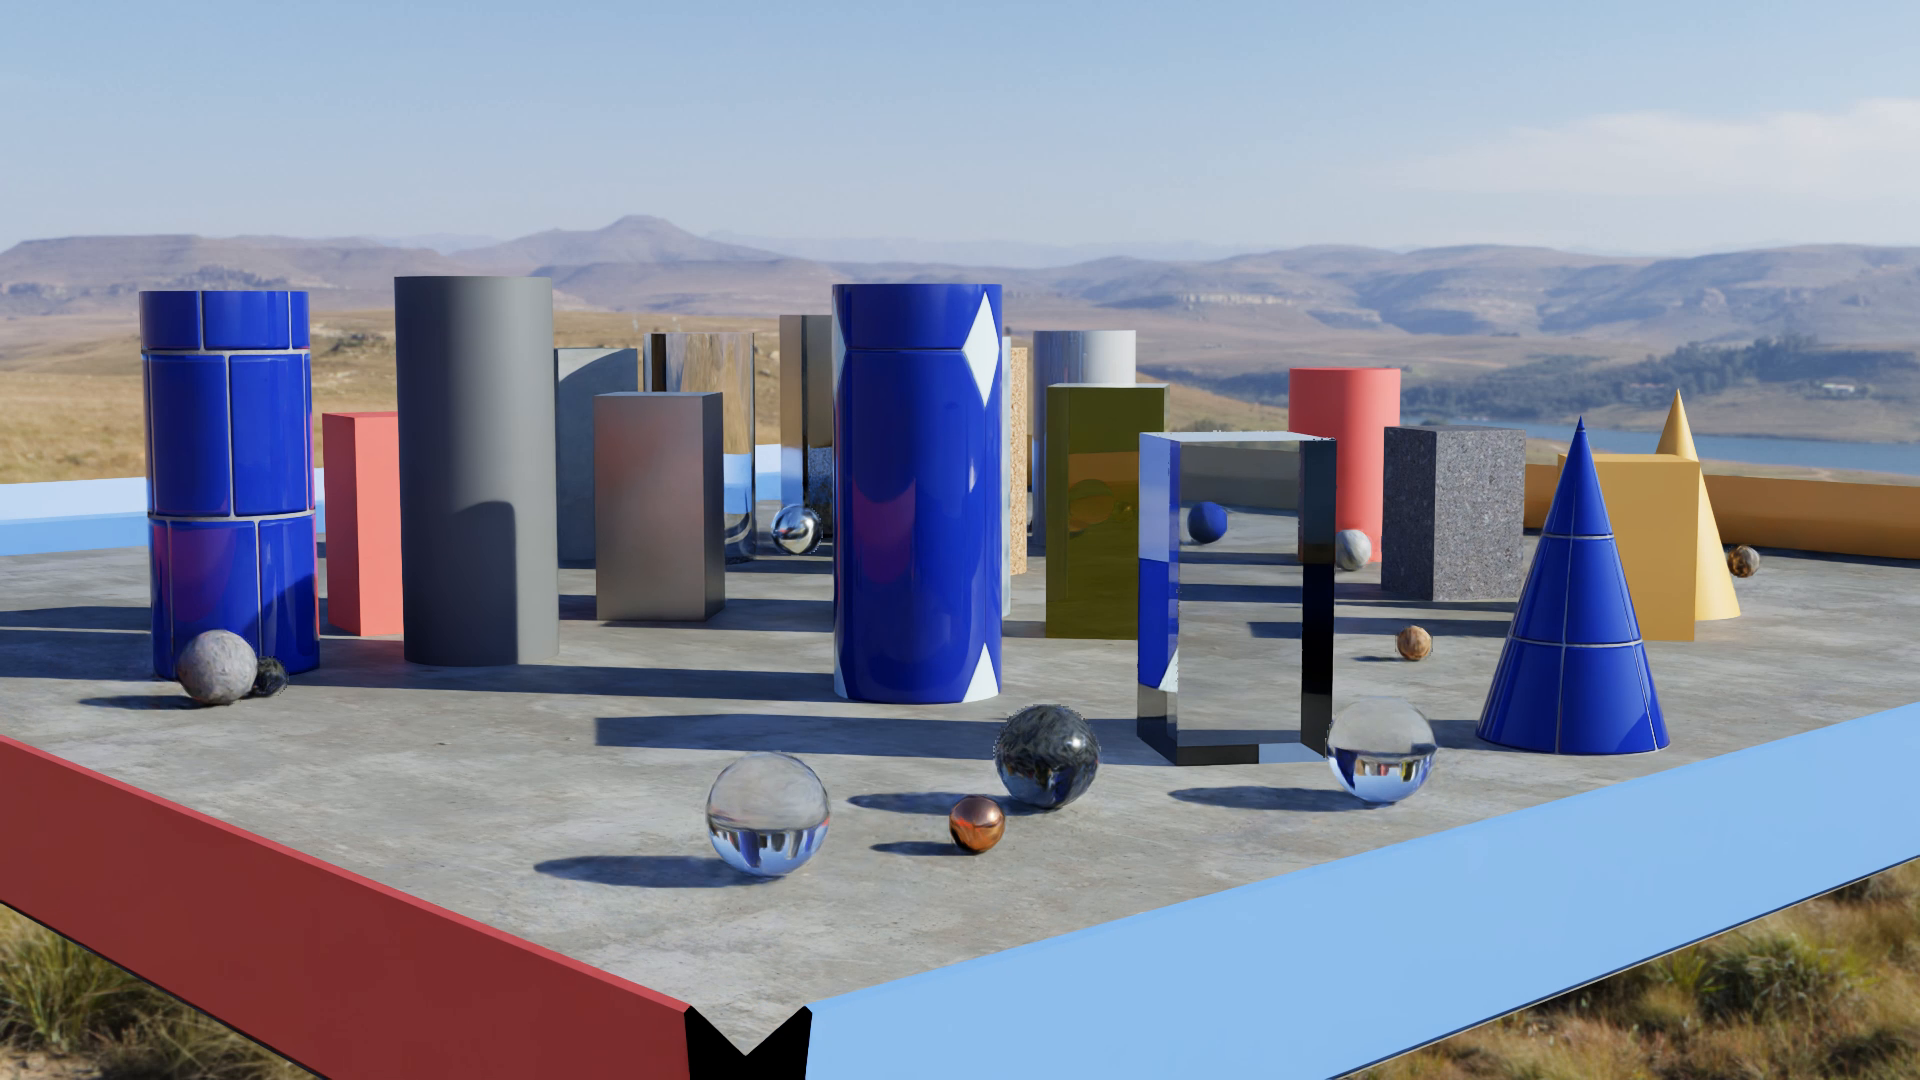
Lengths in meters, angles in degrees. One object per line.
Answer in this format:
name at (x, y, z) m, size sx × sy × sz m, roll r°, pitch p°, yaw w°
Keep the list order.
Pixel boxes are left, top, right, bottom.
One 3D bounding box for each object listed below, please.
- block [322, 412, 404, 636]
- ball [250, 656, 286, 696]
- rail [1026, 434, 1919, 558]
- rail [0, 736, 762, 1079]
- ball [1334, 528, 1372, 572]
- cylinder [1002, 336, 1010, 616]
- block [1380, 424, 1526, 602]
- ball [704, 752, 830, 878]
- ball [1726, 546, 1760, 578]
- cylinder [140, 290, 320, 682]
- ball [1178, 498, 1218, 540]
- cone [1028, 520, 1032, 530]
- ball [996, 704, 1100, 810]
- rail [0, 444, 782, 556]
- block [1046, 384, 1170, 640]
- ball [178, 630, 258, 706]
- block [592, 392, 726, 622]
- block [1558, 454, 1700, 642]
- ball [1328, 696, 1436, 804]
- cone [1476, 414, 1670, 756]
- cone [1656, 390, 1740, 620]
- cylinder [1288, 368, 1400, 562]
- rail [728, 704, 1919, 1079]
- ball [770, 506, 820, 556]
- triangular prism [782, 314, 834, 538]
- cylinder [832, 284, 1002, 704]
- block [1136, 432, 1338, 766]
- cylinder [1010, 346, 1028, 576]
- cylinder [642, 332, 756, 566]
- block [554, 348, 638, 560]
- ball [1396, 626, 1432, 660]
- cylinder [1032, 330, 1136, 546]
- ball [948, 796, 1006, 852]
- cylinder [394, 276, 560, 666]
block at (-0.795, -0.028, 3.105) m, size 0.158 × 0.300 × 0.158 m, roll -4°, pitch 7°, yaw -32°
ball at (-0.803, 0.158, 2.543) m, size 0.046 × 0.046 × 0.046 m, roll 0°, pitch 6°, yaw 0°
rail at (1.216, -0.083, 4.448) m, size 0.045 × 0.128 × 3.346 m, roll -5°, pitch 8°, yaw -42°
rail at (-1.216, 0.150, 2.216) m, size 0.045 × 0.128 × 3.346 m, roll -5°, pitch 8°, yaw -42°
ball at (0.668, 0.017, 3.765) m, size 0.073 × 0.073 × 0.073 m, roll 0°, pitch 6°, yaw 0°
cylinder at (-0.024, -0.095, 3.233) m, size 0.197 × 0.406 × 0.197 m, roll 0°, pitch 6°, yaw 0°
block at (0.775, -0.046, 3.461) m, size 0.158 × 0.261 × 0.158 m, roll -2°, pitch 6°, yaw -19°
ball at (-0.151, 0.216, 1.733) m, size 0.099 × 0.099 × 0.099 m, roll 0°, pitch 6°, yaw 0°
ball at (1.155, 0.032, 3.243) m, size 0.047 × 0.047 × 0.047 m, roll 0°, pitch 6°, yaw 0°
cylinder at (-0.897, -0.071, 2.706) m, size 0.197 × 0.467 × 0.197 m, roll 0°, pitch 6°, yaw 0°
ball at (0.463, -0.040, 4.278) m, size 0.080 × 0.080 × 0.080 m, roll 0°, pitch 6°, yaw 0°
cone at (0.238, -0.199, 4.465) m, size 0.197 × 0.356 × 0.197 m, roll 0°, pitch 6°, yaw 0°
ball at (0.078, 0.194, 1.971) m, size 0.093 × 0.093 × 0.093 m, roll 0°, pitch 6°, yaw 0°
rail at (-1.118, -0.093, 4.537) m, size 3.356 × 0.128 × 0.045 m, roll -5°, pitch 8°, yaw -42°
block at (0.206, -0.043, 3.045) m, size 0.158 × 0.342 × 0.158 m, roll 1°, pitch 6°, yaw 8°
ball at (-0.840, 0.144, 2.487) m, size 0.086 × 0.086 × 0.086 m, roll 0°, pitch 6°, yaw 0°
block at (-0.438, -0.052, 3.220) m, size 0.158 × 0.324 × 0.158 m, roll 0°, pitch 6°, yaw 4°
block at (0.919, 0.007, 3.043) m, size 0.158 × 0.242 × 0.158 m, roll 0°, pitch 6°, yaw 5°
ball at (0.382, 0.190, 1.992) m, size 0.098 × 0.098 × 0.098 m, roll 0°, pitch 6°, yaw 0°
cone at (0.639, 0.039, 2.282) m, size 0.197 × 0.338 × 0.197 m, roll 0°, pitch 6°, yaw 0°
cone at (1.056, -0.059, 3.252) m, size 0.197 × 0.331 × 0.197 m, roll 0°, pitch 6°, yaw 0°
cylinder at (0.692, -0.139, 3.970) m, size 0.197 × 0.340 × 0.197 m, roll 0°, pitch 6°, yaw 0°
rail at (1.118, 0.159, 2.126) m, size 3.356 × 0.128 × 0.045 m, roll -5°, pitch 8°, yaw -42°
ball at (-0.299, -0.018, 4.010) m, size 0.091 × 0.091 × 0.091 m, roll 0°, pitch 6°, yaw 0°
triangular prism at (-0.301, -0.228, 4.367) m, size 0.148 × 0.435 × 0.171 m, roll 5°, pitch 8°, yaw 40°
cylinder at (-0.049, -0.059, 2.563) m, size 0.197 × 0.474 × 0.197 m, roll 0°, pitch 6°, yaw 0°
block at (0.277, 0.054, 2.227) m, size 0.158 × 0.319 × 0.158 m, roll -1°, pitch 6°, yaw -10°
cylinder at (0.016, -0.138, 3.758) m, size 0.197 × 0.382 × 0.197 m, roll 0°, pitch 6°, yaw 0°
cylinder at (-0.464, -0.166, 3.921) m, size 0.197 × 0.405 × 0.197 m, roll 0°, pitch 6°, yaw 0°
block at (-0.695, -0.161, 4.013) m, size 0.158 × 0.376 × 0.158 m, roll -5°, pitch 7°, yaw -37°
ball at (0.579, 0.132, 2.806) m, size 0.044 × 0.044 × 0.044 m, roll 0°, pitch 6°, yaw 0°
cylinder at (0.237, -0.198, 4.218) m, size 0.197 × 0.406 × 0.197 m, roll 0°, pitch 6°, yaw 0°
ball at (0.014, 0.234, 1.813) m, size 0.047 × 0.047 × 0.047 m, roll 0°, pitch 6°, yaw 0°
cylinder at (-0.620, -0.093, 2.829) m, size 0.197 × 0.486 × 0.197 m, roll 0°, pitch 6°, yaw 0°
